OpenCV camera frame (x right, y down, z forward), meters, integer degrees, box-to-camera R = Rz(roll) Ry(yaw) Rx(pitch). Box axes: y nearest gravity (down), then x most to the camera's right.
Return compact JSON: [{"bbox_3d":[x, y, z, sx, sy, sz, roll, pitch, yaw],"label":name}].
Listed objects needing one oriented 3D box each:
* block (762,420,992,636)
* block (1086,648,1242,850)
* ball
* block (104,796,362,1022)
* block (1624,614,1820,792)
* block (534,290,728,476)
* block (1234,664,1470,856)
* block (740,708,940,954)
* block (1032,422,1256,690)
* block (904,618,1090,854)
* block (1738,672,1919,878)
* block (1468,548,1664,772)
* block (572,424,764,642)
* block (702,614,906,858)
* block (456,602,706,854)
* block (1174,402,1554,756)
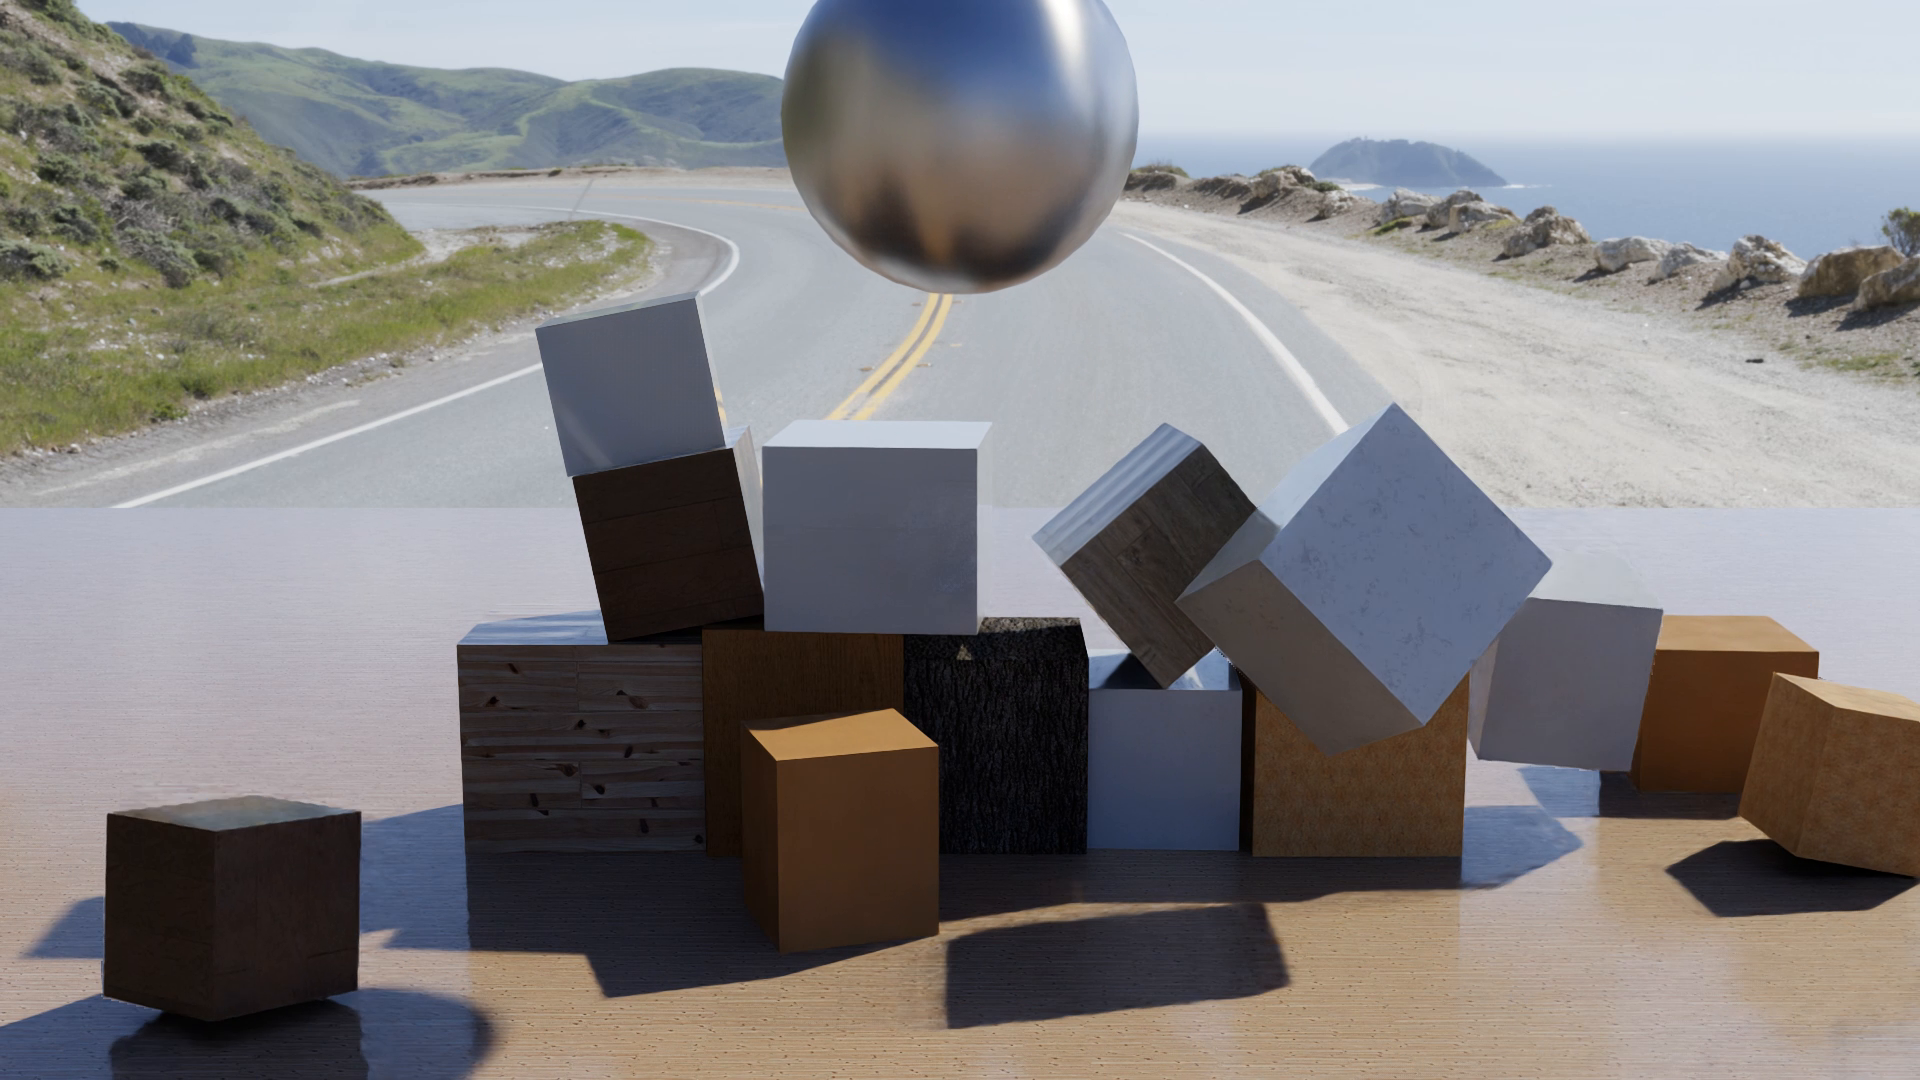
[{"bbox_3d":[-0.389,-0.086,11.044,1.034,0.906,1.018,1,10,5],"label":"block"},{"bbox_3d":[1.035,1.068,11.383,0.763,0.825,0.872,0,10,3],"label":"block"},{"bbox_3d":[0.000,-1.894,9.790,1.600,1.600,1.600,0,10,0],"label":"ball"},{"bbox_3d":[-2.961,1.479,8.967,0.681,0.741,0.718,2,1,34],"label":"block"},{"bbox_3d":[4.195,0.906,12.369,0.913,0.792,0.912,1,10,4],"label":"block"},{"bbox_3d":[-1.632,-0.800,11.058,0.785,0.735,0.747,-11,10,-3],"label":"block"},{"bbox_3d":[1.972,0.913,11.358,1.042,1.139,1.098,0,10,0],"label":"block"},{"bbox_3d":[-0.552,1.299,9.979,0.733,0.874,0.698,-3,11,-18],"label":"block"},{"bbox_3d":[1.039,0.064,11.165,0.921,0.831,0.817,-41,13,1],"label":"block"},{"bbox_3d":[0.180,0.989,11.351,0.908,0.994,0.986,0,10,0],"label":"block"},{"bbox_3d":[4.379,1.149,10.833,0.672,0.751,0.688,10,10,-5],"label":"block"},{"bbox_3d":[3.080,0.602,11.430,0.783,0.906,0.747,5,20,0],"label":"block"},{"bbox_3d":[-1.419,-0.051,11.176,0.797,0.834,0.874,-10,10,2],"label":"block"},{"bbox_3d":[-0.766,0.904,11.363,0.980,1.156,1.134,0,10,0],"label":"block"},{"bbox_3d":[-1.867,0.949,11.363,1.202,1.068,0.997,0,10,0],"label":"block"},{"bbox_3d":[1.843,0.201,10.133,1.048,1.035,0.921,-46,3,-22],"label":"block"}]
